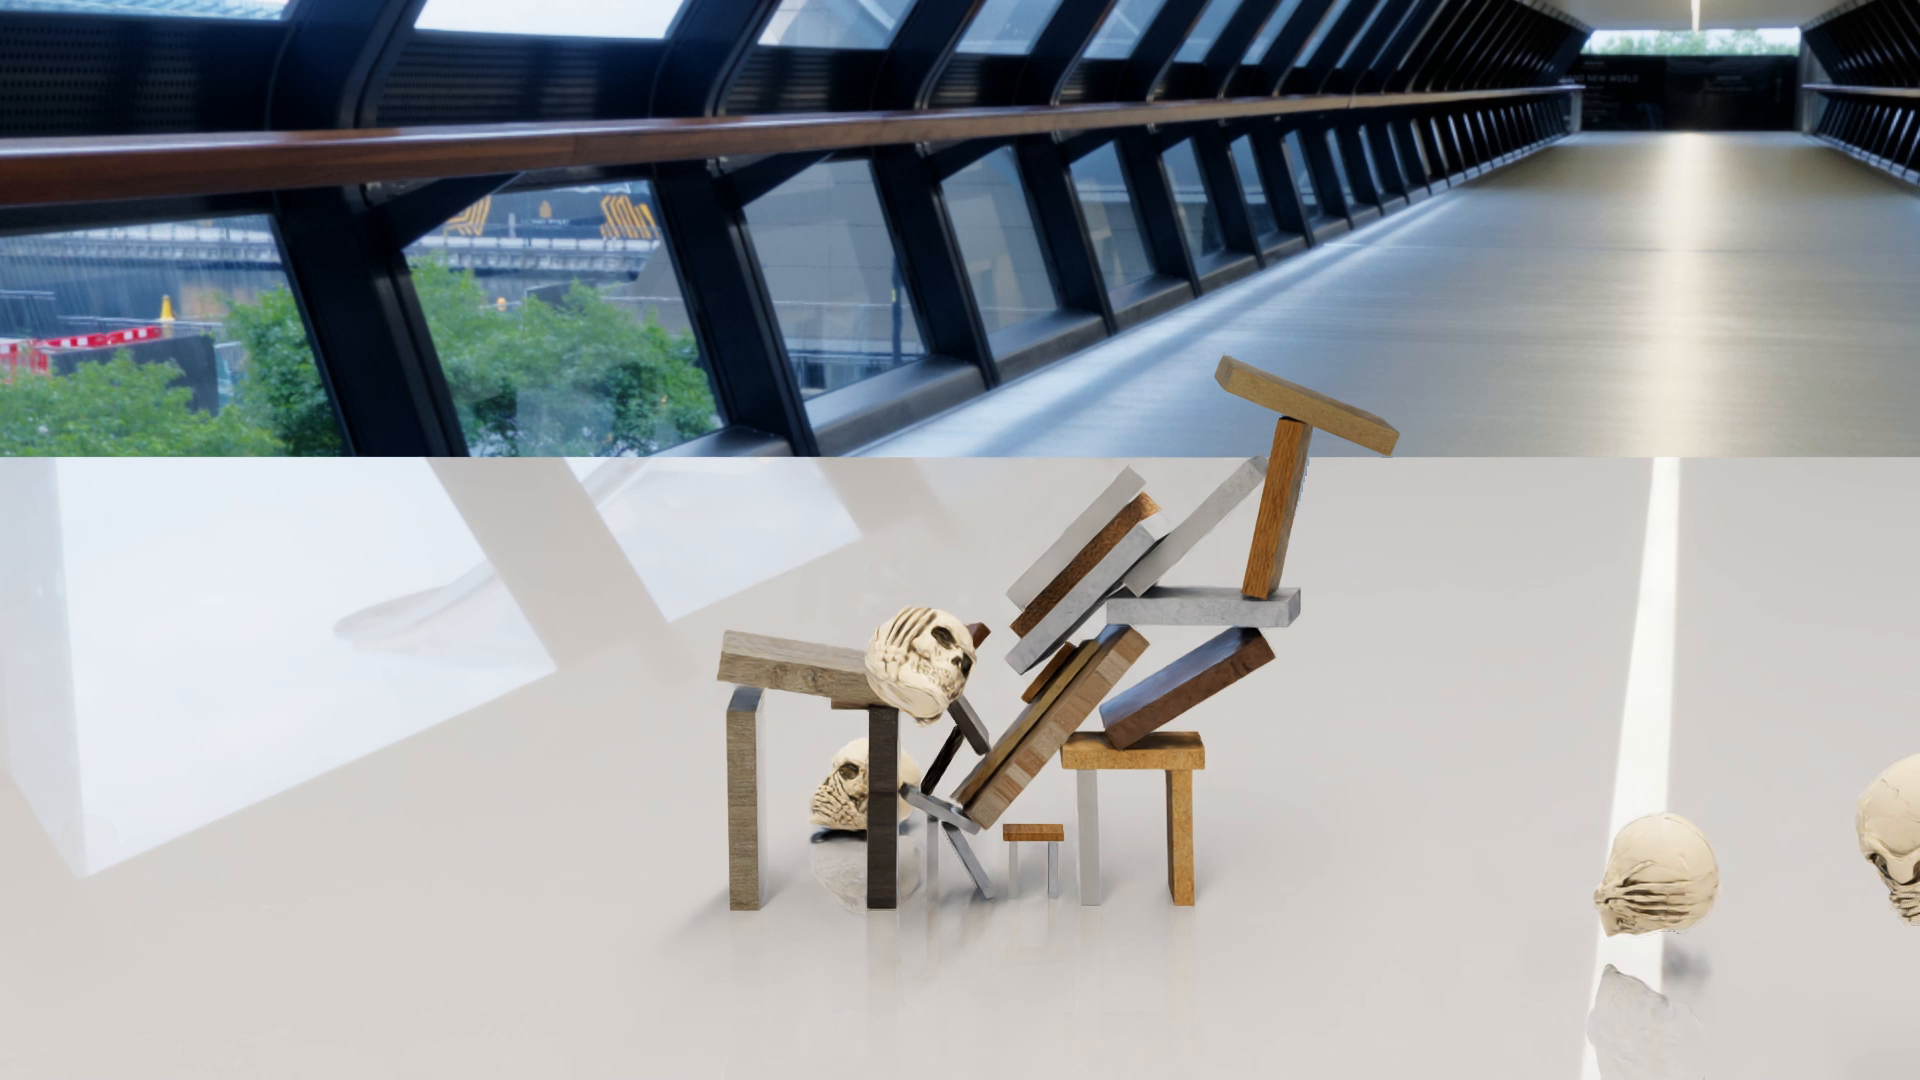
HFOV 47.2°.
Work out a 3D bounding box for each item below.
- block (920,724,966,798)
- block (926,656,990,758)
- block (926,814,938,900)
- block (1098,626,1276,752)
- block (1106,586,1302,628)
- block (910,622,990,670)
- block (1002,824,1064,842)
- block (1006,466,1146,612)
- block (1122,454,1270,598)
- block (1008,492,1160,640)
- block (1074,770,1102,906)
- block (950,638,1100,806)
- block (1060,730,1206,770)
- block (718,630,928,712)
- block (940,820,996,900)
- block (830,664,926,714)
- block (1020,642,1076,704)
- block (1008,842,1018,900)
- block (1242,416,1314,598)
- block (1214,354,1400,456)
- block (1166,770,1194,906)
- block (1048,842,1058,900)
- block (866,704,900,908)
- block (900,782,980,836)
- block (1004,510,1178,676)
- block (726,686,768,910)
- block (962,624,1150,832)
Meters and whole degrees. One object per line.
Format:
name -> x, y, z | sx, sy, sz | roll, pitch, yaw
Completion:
block -> -0.027, 0.363, 3.643 | 0.017, 0.121, 0.060 | 30, 11, -4
block -> -0.002, 0.274, 3.618 | 0.023, 0.159, 0.080 | -31, 16, 8
block -> -0.045, 0.524, 3.658 | 0.019, 0.134, 0.067 | 0, 11, 0
block -> 0.369, 0.234, 3.608 | 0.296, 0.042, 0.148 | -31, 9, 5
block -> 0.401, 0.108, 3.611 | 0.296, 0.042, 0.148 | 0, 7, 17
block -> -0.022, 0.186, 3.798 | 0.159, 0.023, 0.080 | -14, 30, 53
block -> 0.121, 0.485, 3.648 | 0.100, 0.014, 0.050 | 0, 11, 0
block -> 0.190, -0.002, 3.626 | 0.041, 0.289, 0.144 | 44, 2, 2
block -> 0.393, -0.025, 3.595 | 0.040, 0.285, 0.143 | 48, 17, 7
block -> 0.210, 0.047, 3.723 | 0.041, 0.289, 0.144 | 45, 32, 5
block -> 0.210, 0.476, 3.646 | 0.033, 0.231, 0.116 | -2, 11, 0
block -> 0.108, 0.301, 3.654 | 0.017, 0.350, 0.060 | 42, -9, -6
block -> 0.282, 0.346, 3.622 | 0.231, 0.033, 0.116 | 0, 11, 0
block -> -0.226, 0.213, 3.605 | 0.335, 0.047, 0.167 | 9, 9, -6
block -> 0.014, 0.528, 3.654 | 0.019, 0.134, 0.067 | -31, 16, -7
block -> -0.141, 0.252, 3.770 | 0.159, 0.080, 0.023 | 3, 17, -4
block -> 0.149, 0.223, 3.695 | 0.017, 0.121, 0.060 | 40, 5, 7
block -> 0.088, 0.541, 3.658 | 0.014, 0.100, 0.050 | 0, 11, 0
block -> 0.514, -0.056, 3.549 | 0.040, 0.285, 0.143 | 13, 9, 15
block -> 0.555, -0.218, 3.535 | 0.285, 0.040, 0.143 | 21, 12, -6
block -> 0.364, 0.476, 3.646 | 0.033, 0.231, 0.116 | -2, 11, 0
block -> 0.155, 0.541, 3.658 | 0.014, 0.100, 0.050 | 0, 11, 0
block -> -0.126, 0.423, 3.643 | 0.047, 0.335, 0.167 | 1, 10, 0
block -> -0.033, 0.444, 3.633 | 0.134, 0.019, 0.067 | 27, 3, -13
block -> 0.218, 0.087, 3.645 | 0.041, 0.333, 0.144 | 47, 22, 8
block -> -0.352, 0.425, 3.641 | 0.047, 0.335, 0.167 | 0, 11, 0
block -> 0.153, 0.302, 3.658 | 0.042, 0.407, 0.148 | 41, -1, -9
